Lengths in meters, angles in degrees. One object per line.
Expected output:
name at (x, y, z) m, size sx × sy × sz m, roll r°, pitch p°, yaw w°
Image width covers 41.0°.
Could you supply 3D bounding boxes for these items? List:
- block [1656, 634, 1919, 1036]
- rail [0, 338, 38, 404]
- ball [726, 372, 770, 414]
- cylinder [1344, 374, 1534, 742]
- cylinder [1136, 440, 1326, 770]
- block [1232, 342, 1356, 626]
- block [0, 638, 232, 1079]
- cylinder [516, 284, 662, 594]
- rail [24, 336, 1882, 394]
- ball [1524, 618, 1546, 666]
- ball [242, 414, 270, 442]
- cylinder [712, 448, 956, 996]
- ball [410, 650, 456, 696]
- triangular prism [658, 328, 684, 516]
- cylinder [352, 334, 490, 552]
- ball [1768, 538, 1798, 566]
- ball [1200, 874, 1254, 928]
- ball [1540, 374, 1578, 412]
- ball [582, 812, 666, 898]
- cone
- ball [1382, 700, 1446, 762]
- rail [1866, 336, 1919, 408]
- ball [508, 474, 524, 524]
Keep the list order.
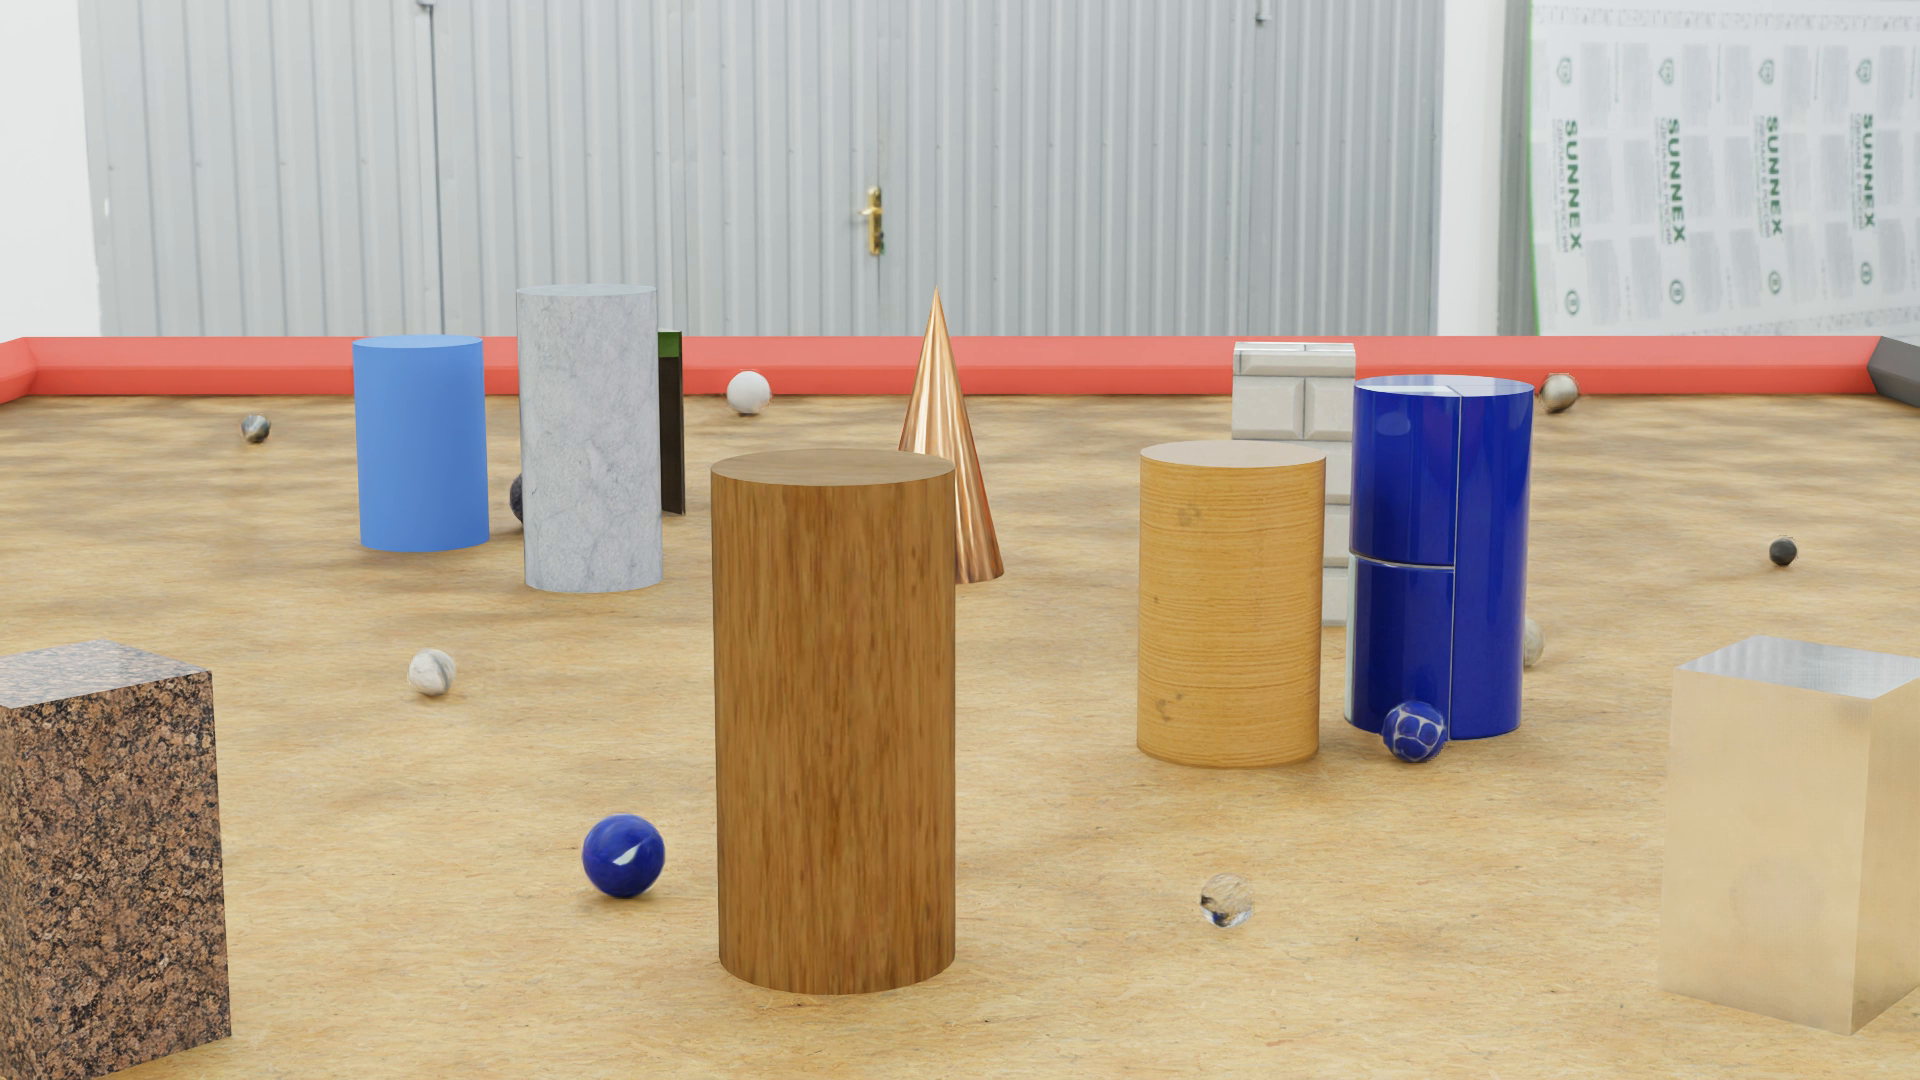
block at (0.667, 0.227, 2.032) m, size 0.157 × 0.263 × 0.157 m, roll 9°, pitch 14°, yaw 39°
rail at (-2.052, 0.035, 3.437) m, size 0.045 × 0.127 × 4.655 m, roll 0°, pitch 11°, yaw 0°
ball at (-0.444, -0.309, 5.396) m, size 0.092 × 0.092 × 0.092 m, roll 0°, pitch 11°, yaw 0°
cylinder at (0.532, 0.016, 2.858) m, size 0.196 × 0.379 × 0.196 m, roll 0°, pitch 11°, yaw 0°
cylinder at (0.289, 0.065, 2.750) m, size 0.196 × 0.320 × 0.196 m, roll 0°, pitch 11°, yaw 0°
block at (0.442, -0.077, 3.421) m, size 0.157 × 0.356 × 0.157 m, roll 1°, pitch 11°, yaw 7°
block at (-0.664, 0.237, 1.918) m, size 0.157 × 0.285 × 0.157 m, roll 9°, pitch 14°, yaw 42°
cylinder at (-0.524, -0.148, 3.640) m, size 0.196 × 0.415 × 0.196 m, roll 0°, pitch 11°, yaw 0°
rail at (-0.013, -0.387, 5.714) m, size 4.151 × 0.127 × 0.045 m, roll 0°, pitch 11°, yaw 0°
ball at (0.684, 0.125, 3.139) m, size 0.062 × 0.062 × 0.062 m, roll 0°, pitch 11°, yaw 0°
ball at (-1.373, -0.217, 5.000) m, size 0.055 × 0.055 × 0.055 m, roll 0°, pitch 11°, yaw 0°
cylinder at (-0.102, 0.142, 2.093) m, size 0.196 × 0.409 × 0.196 m, roll 0°, pitch 11°, yaw 0°
ball at (-0.617, 0.155, 3.000) m, size 0.054 × 0.054 × 0.054 m, roll 0°, pitch 11°, yaw 0°
triangular prism at (-0.543, -0.199, 4.224) m, size 0.170 × 0.302 × 0.147 m, roll -1°, pitch 11°, yaw -7°
cylinder at (-0.829, -0.152, 3.951) m, size 0.196 × 0.310 × 0.196 m, roll 0°, pitch 11°, yaw 0°
ball at (1.211, 0.017, 3.776) m, size 0.041 × 0.041 × 0.041 m, roll 0°, pitch 11°, yaw 0°
ball at (0.228, 0.308, 2.190) m, size 0.047 × 0.047 × 0.047 m, roll 0°, pitch 11°, yaw 0°
ball at (1.273, -0.313, 5.455) m, size 0.078 × 0.078 × 0.078 m, roll 0°, pitch 11°, yaw 0°
ball at (-0.298, 0.279, 2.273) m, size 0.074 × 0.074 × 0.074 m, roll 0°, pitch 11°, yaw 0°
cone at (-0.033, -0.160, 3.695) m, size 0.196 × 0.418 × 0.196 m, roll 0°, pitch 11°, yaw 0°
ball at (0.479, 0.202, 2.711) m, size 0.065 × 0.065 × 0.065 m, roll 0°, pitch 11°, yaw 0°
rail at (2.052, 0.031, 3.461) m, size 0.045 × 0.127 × 4.655 m, roll 0°, pitch 11°, yaw 0°
ball at (-0.670, -0.068, 4.083) m, size 0.096 × 0.096 × 0.096 m, roll 0°, pitch 11°, yaw 0°
